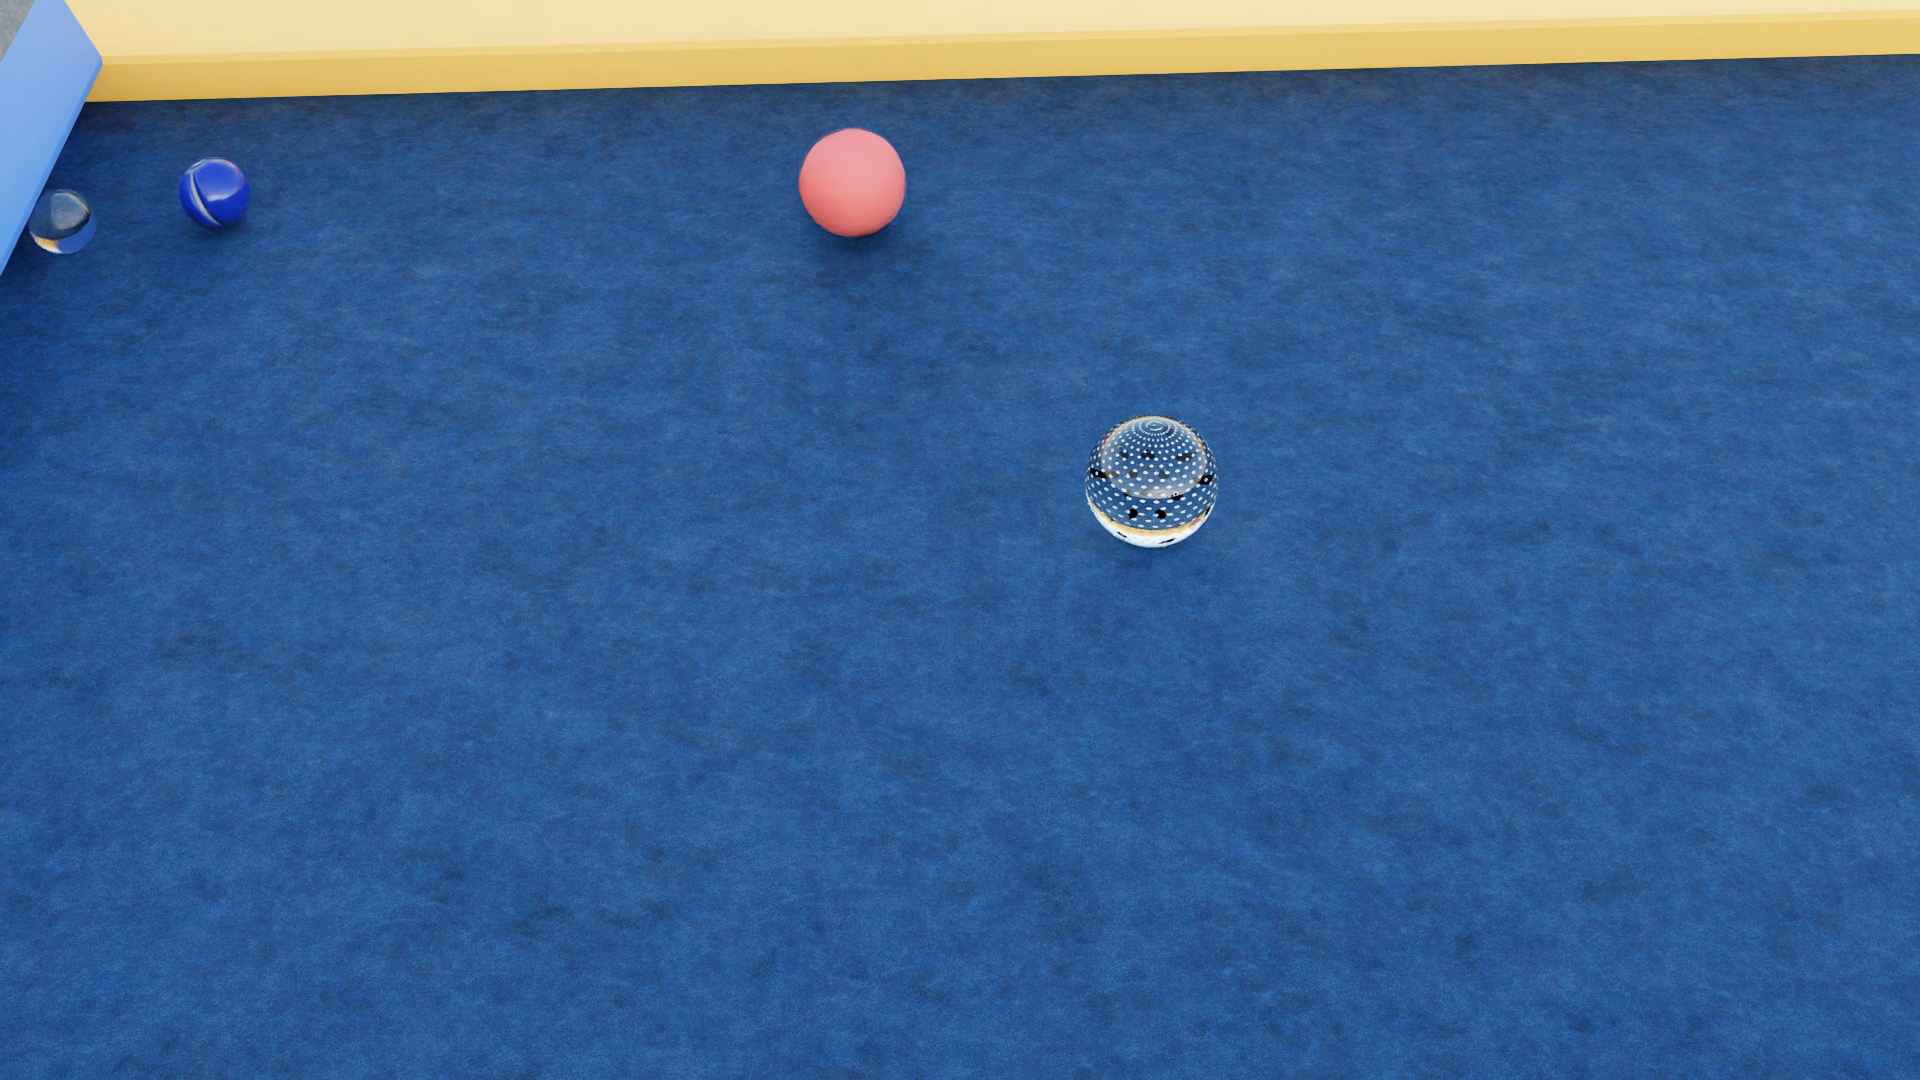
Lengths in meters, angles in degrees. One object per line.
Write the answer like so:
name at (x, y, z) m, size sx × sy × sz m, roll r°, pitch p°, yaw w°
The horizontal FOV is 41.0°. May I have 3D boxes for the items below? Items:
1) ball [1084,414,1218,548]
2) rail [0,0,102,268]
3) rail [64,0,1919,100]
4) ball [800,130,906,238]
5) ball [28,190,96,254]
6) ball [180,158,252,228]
ball at (0.130, -0.040, 1.741) m, size 0.091 × 0.091 × 0.091 m, roll 0°, pitch 36°, yaw 0°
rail at (-0.728, 0.004, 1.655) m, size 0.045 × 0.118 × 1.538 m, roll -2°, pitch 36°, yaw -3°
rail at (0.707, -0.483, 2.331) m, size 3.014 × 0.118 × 0.045 m, roll -2°, pitch 36°, yaw -3°
ball at (-0.087, -0.291, 2.092) m, size 0.087 × 0.087 × 0.087 m, roll 0°, pitch 36°, yaw 0°
ball at (-0.727, -0.257, 2.076) m, size 0.051 × 0.051 × 0.051 m, roll 0°, pitch 36°, yaw 0°
ball at (-0.612, -0.285, 2.110) m, size 0.057 × 0.057 × 0.057 m, roll 0°, pitch 36°, yaw 0°
